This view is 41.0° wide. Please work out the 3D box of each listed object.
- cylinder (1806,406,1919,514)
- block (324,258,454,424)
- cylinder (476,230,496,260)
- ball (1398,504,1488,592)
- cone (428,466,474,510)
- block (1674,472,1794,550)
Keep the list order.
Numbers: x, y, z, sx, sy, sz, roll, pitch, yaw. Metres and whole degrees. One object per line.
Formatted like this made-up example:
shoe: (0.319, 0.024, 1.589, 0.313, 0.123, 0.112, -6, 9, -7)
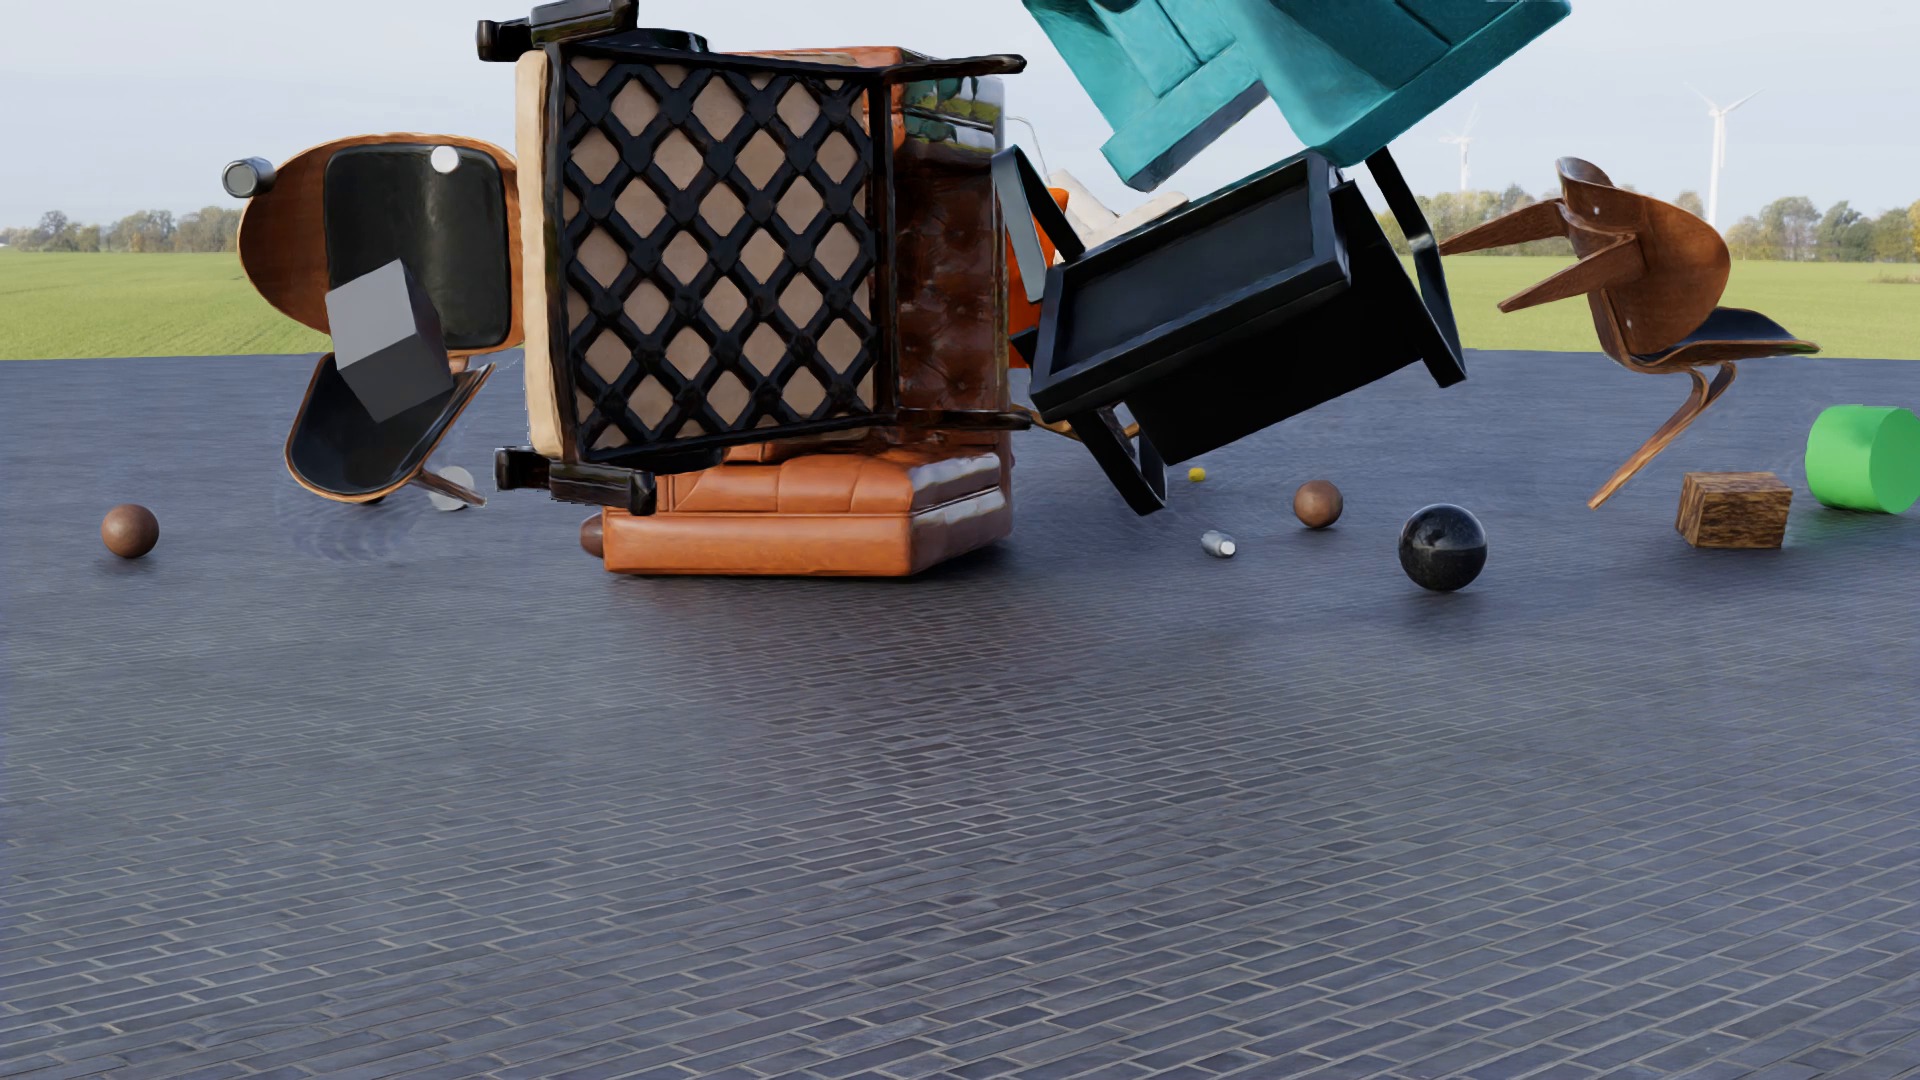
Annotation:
cylinder: (2.540, -0.226, 7.190, 0.255, 0.290, 0.211, -9, 10, -33)
block: (-1.229, -0.430, 5.521, 0.185, 0.170, 0.271, -25, 45, 2)
cylinder: (-1.378, -0.861, 7.463, 0.032, 0.081, 0.045, 29, -37, -29)
ball: (1.007, 0.016, 5.352, 0.185, 0.185, 0.185, 0, 6, 0)
cone: (-1.425, -0.121, 7.291, 0.131, 0.136, 0.140, 14, -18, 12)
block: (1.881, -0.073, 6.241, 0.224, 0.150, 0.119, -1, 25, -10)
